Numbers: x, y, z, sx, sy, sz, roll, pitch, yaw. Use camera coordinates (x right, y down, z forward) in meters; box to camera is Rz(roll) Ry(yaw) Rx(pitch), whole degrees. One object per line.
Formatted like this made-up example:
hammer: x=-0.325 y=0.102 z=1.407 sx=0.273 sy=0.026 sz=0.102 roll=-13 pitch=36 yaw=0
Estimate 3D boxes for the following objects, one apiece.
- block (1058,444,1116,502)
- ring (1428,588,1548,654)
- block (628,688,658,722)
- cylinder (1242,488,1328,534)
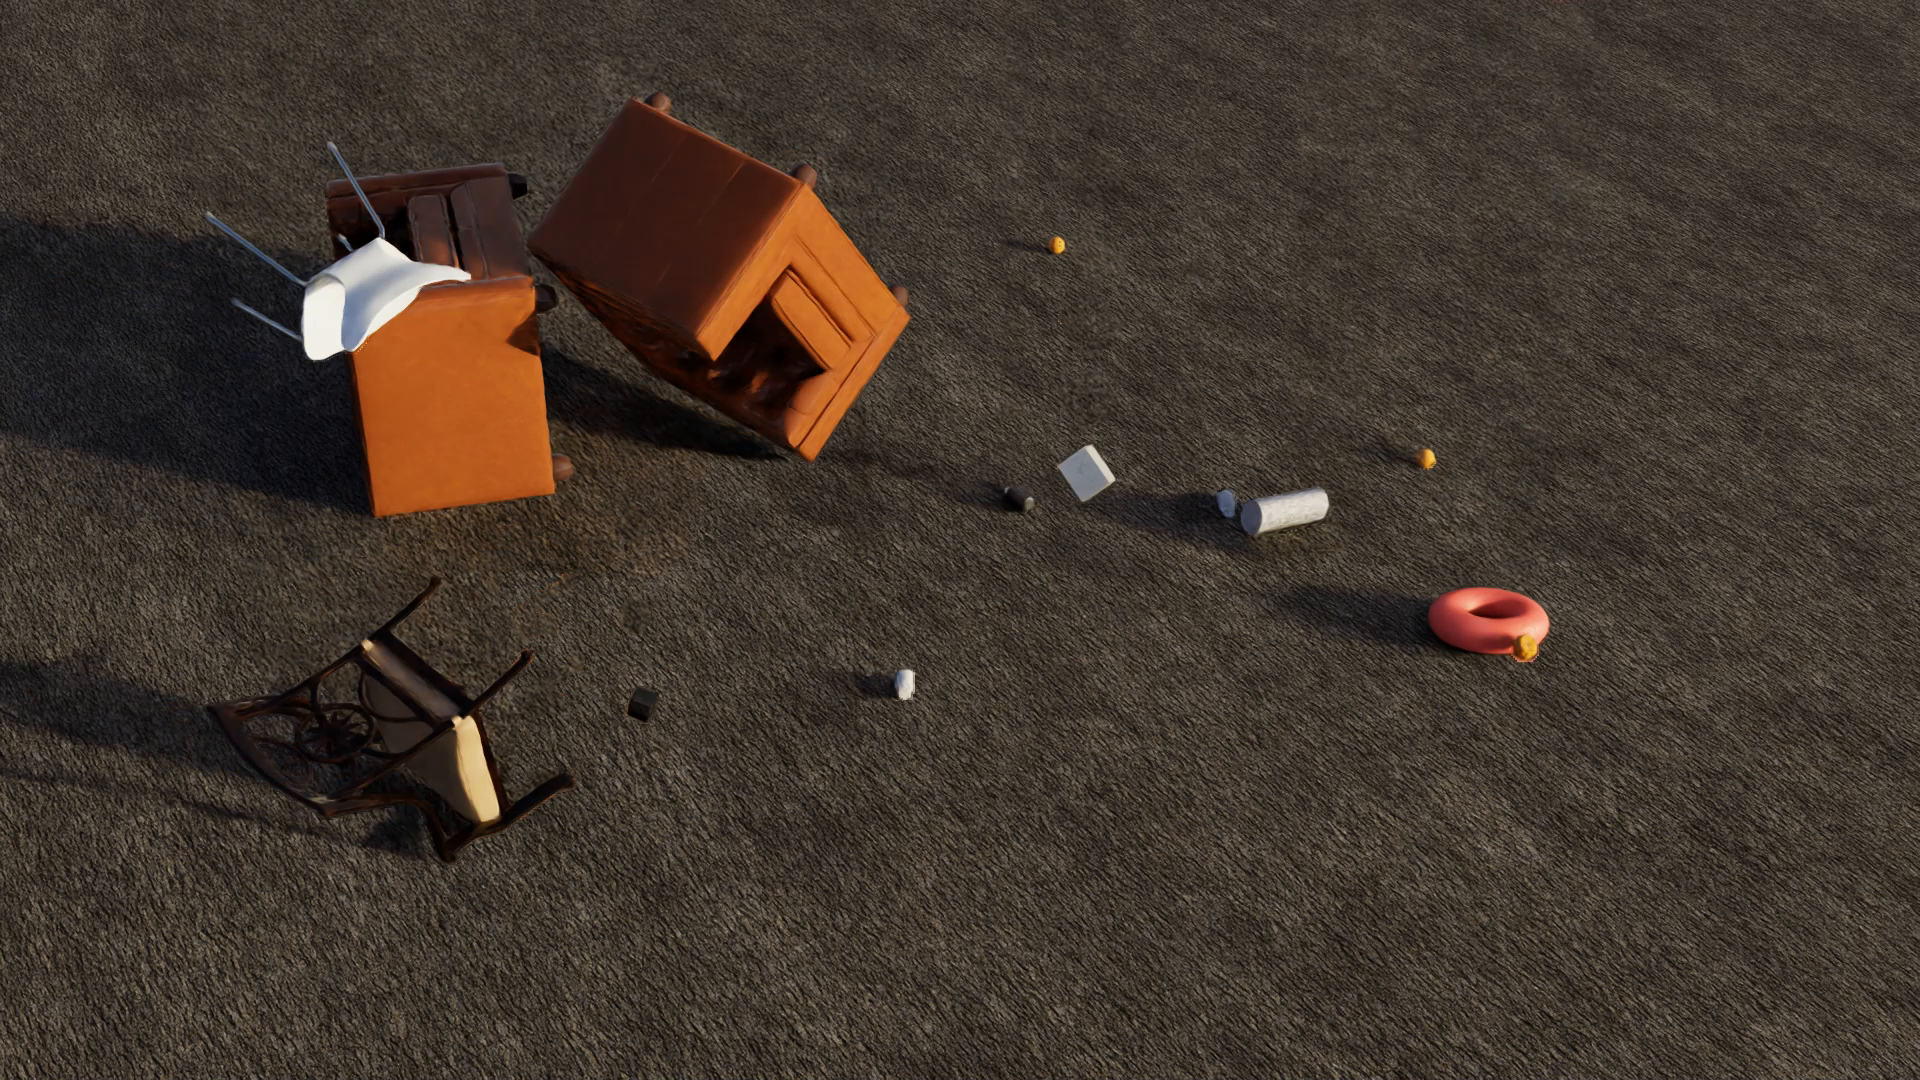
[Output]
block: x=0.478 y=-0.252 z=11.029 sx=0.129 sy=0.165 sz=0.120 roll=-36 pitch=-4 yaw=17
ring: x=1.872 y=0.285 z=10.391 sx=0.426 sy=0.136 sz=0.300 roll=5 pitch=32 yaw=6
block: x=-0.939 y=0.486 z=8.667 sx=0.063 sy=0.068 sz=0.056 roll=23 pitch=44 yaw=4
cylinder: x=1.211 y=-0.107 z=10.945 sx=0.269 sy=0.222 sz=0.119 roll=-11 pitch=79 yaw=-17
